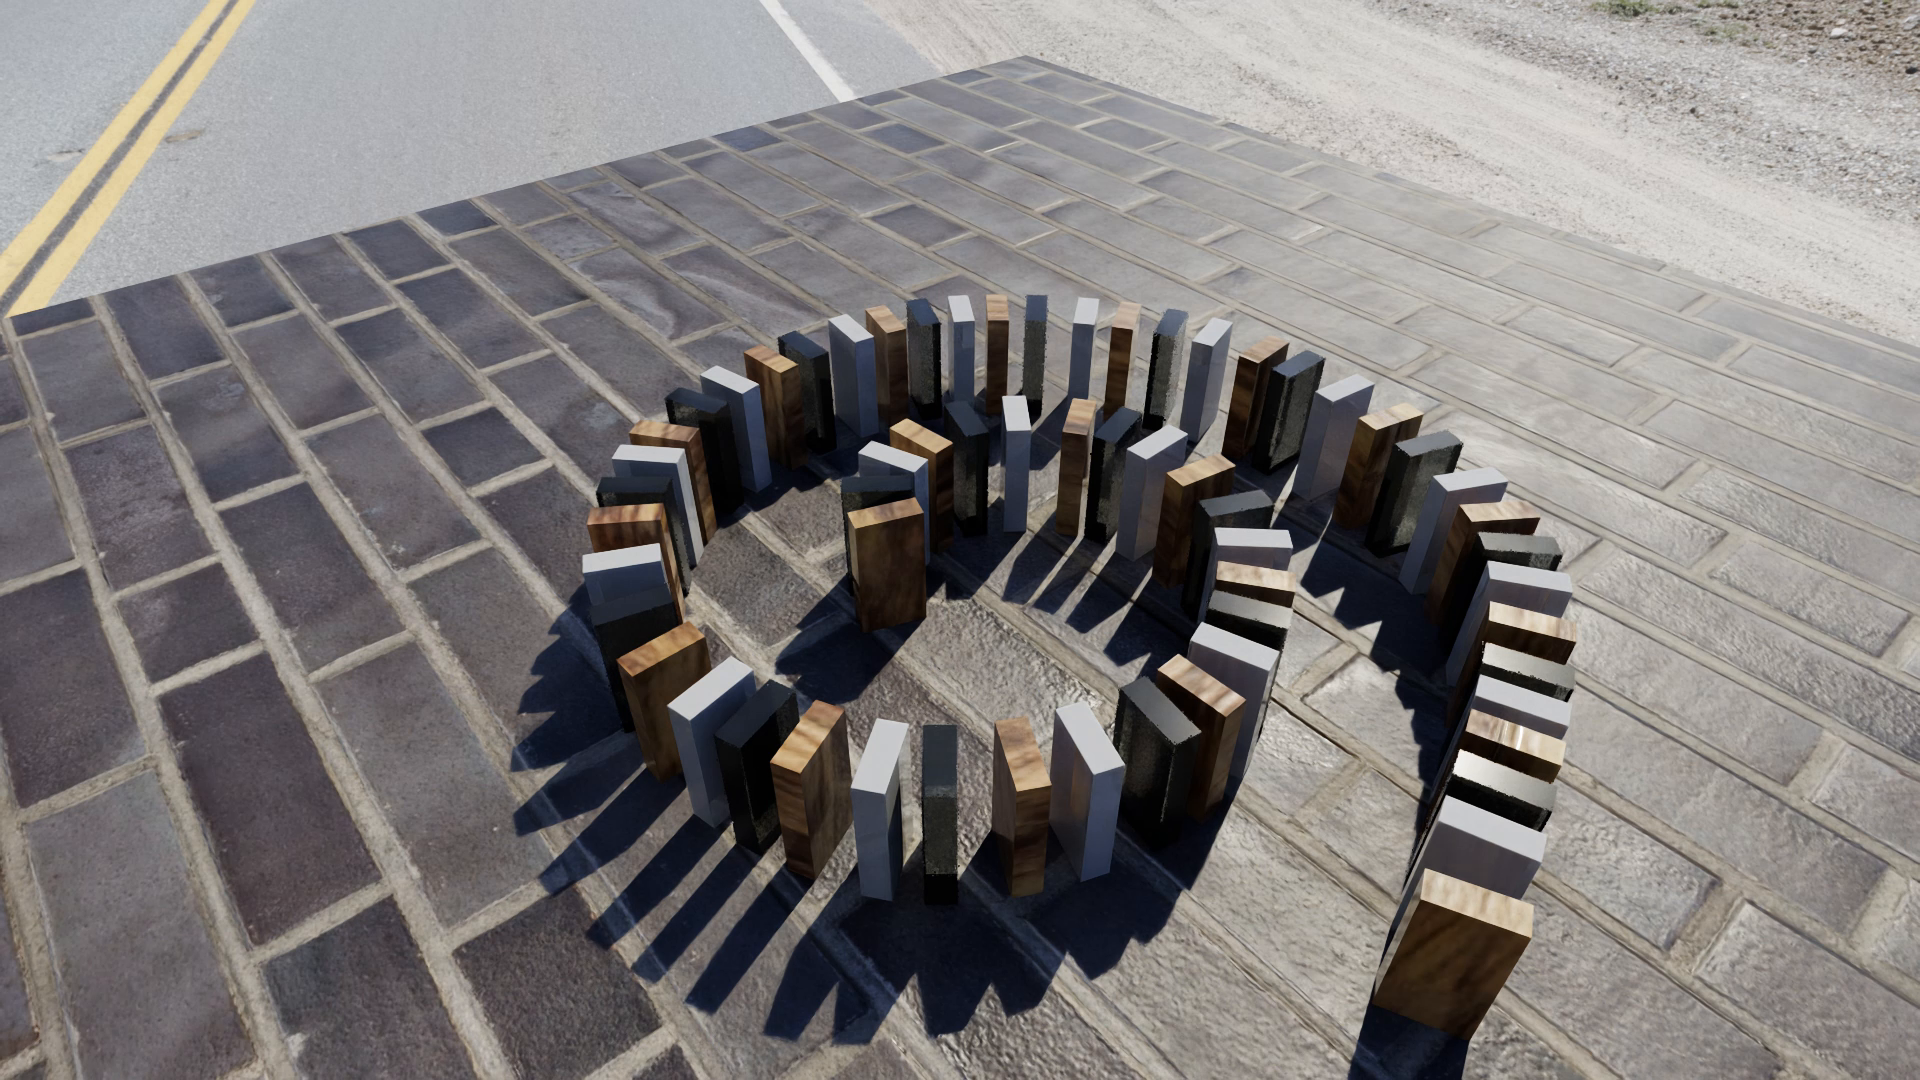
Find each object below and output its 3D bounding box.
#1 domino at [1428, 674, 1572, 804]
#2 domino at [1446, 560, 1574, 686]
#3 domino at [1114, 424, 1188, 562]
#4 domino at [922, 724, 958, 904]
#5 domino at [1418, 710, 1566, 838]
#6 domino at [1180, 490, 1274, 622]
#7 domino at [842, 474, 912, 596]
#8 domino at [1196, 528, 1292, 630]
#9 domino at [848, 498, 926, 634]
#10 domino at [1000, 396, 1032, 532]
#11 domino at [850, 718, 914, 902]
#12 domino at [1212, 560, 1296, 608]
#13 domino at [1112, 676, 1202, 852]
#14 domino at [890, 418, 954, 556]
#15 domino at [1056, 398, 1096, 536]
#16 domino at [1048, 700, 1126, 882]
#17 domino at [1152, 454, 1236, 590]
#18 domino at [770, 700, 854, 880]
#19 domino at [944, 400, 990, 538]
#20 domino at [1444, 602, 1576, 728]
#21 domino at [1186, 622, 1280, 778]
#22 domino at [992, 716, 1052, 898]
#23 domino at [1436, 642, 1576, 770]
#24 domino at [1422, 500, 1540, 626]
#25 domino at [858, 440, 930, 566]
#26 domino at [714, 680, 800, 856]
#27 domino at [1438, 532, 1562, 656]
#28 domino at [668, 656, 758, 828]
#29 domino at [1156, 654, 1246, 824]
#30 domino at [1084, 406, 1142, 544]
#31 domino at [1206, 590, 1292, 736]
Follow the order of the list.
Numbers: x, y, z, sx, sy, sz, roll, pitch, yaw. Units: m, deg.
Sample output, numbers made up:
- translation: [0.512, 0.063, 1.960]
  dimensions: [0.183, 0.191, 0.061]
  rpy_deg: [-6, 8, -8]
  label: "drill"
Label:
- translation: [0.162, 0.065, 0.332]
  dimensions: [0.025, 0.050, 0.009]
  rpy_deg: [19, 43, 21]
  label: "domino"
- translation: [0.185, 0.031, 0.373]
  dimensions: [0.025, 0.050, 0.009]
  rpy_deg: [10, 40, 12]
  label: "domino"
- translation: [0.075, -0.018, 0.434]
  dimensions: [0.025, 0.050, 0.010]
  rpy_deg: [-30, 48, -32]
  label: "domino"
- translation: [-0.006, 0.079, 0.315]
  dimensions: [0.009, 0.050, 0.025]
  rpy_deg: [0, 39, 0]
  label: "domino"
- translation: [0.154, 0.074, 0.321]
  dimensions: [0.025, 0.050, 0.010]
  rpy_deg: [20, 43, 22]
  label: "domino"
- translation: [0.098, 0.006, 0.404]
  dimensions: [0.025, 0.050, 0.009]
  rpy_deg: [-10, 40, -12]
  label: "domino"
- translation: [-0.030, -0.001, 0.413]
  dimensions: [0.025, 0.050, 0.009]
  rpy_deg: [-2, 39, -3]
  label: "domino"
- translation: [0.100, 0.019, 0.389]
  dimensions: [0.025, 0.050, 0.009]
  rpy_deg: [2, 39, 3]
  label: "domino"
- translation: [-0.026, 0.010, 0.399]
  dimensions: [0.025, 0.050, 0.010]
  rpy_deg: [-13, 41, -16]
  label: "domino"
- translation: [0.022, -0.031, 0.449]
  dimensions: [0.009, 0.050, 0.025]
  rpy_deg: [-2, 39, -2]
  label: "domino"
- translation: [-0.022, 0.078, 0.316]
  dimensions: [0.009, 0.050, 0.025]
  rpy_deg: [8, 40, 10]
  label: "domino"
- translation: [0.096, 0.031, 0.374]
  dimensions: [0.025, 0.050, 0.009]
  rpy_deg: [9, 40, 11]
  label: "domino"
- translation: [0.057, 0.068, 0.329]
  dimensions: [0.009, 0.050, 0.025]
  rpy_deg: [-21, 44, -23]
  label: "domino"
- translation: [-0.015, -0.021, 0.437]
  dimensions: [0.025, 0.050, 0.010]
  rpy_deg: [31, 48, 32]
  label: "domino"
- translation: [0.047, -0.029, 0.447]
  dimensions: [0.009, 0.050, 0.025]
  rpy_deg: [9, 40, 11]
  label: "domino"
- translation: [0.036, 0.074, 0.321]
  dimensions: [0.010, 0.050, 0.025]
  rpy_deg: [-13, 41, -16]
  label: "domino"
- translation: [0.089, -0.007, 0.420]
  dimensions: [0.025, 0.050, 0.009]
  rpy_deg: [-21, 44, -23]
  label: "domino"
- translation: [-0.042, 0.074, 0.322]
  dimensions: [0.009, 0.050, 0.025]
  rpy_deg: [16, 42, 18]
  label: "domino"
- translation: [0.002, -0.029, 0.446]
  dimensions: [0.009, 0.050, 0.025]
  rpy_deg: [-14, 41, -16]
  label: "domino"
- translation: [0.178, 0.045, 0.357]
  dimensions: [0.025, 0.050, 0.009]
  rpy_deg: [15, 42, 17]
  label: "domino"
- translation: [0.083, 0.051, 0.349]
  dimensions: [0.025, 0.050, 0.009]
  rpy_deg: [21, 44, 24]
  label: "domino"
- translation: [0.017, 0.077, 0.317]
  dimensions: [0.009, 0.050, 0.025]
  rpy_deg: [-8, 40, -10]
  label: "domino"
- translation: [0.169, 0.057, 0.342]
  dimensions: [0.025, 0.050, 0.010]
  rpy_deg: [17, 42, 20]
  label: "domino"
- translation: [0.189, 0.009, 0.400]
  dimensions: [0.025, 0.050, 0.010]
  rpy_deg: [-4, 39, -4]
  label: "domino"
- translation: [-0.025, -0.012, 0.426]
  dimensions: [0.025, 0.050, 0.009]
  rpy_deg: [20, 43, 23]
  label: "domino"
- translation: [-0.058, 0.068, 0.328]
  dimensions: [0.009, 0.050, 0.025]
  rpy_deg: [21, 44, 23]
  label: "domino"
- translation: [0.189, 0.020, 0.387]
  dimensions: [0.025, 0.050, 0.009]
  rpy_deg: [4, 40, 5]
  label: "domino"
- translation: [-0.072, 0.062, 0.336]
  dimensions: [0.009, 0.050, 0.025]
  rpy_deg: [26, 46, 28]
  label: "domino"
- translation: [0.070, 0.061, 0.336]
  dimensions: [0.009, 0.050, 0.025]
  rpy_deg: [-30, 48, -31]
  label: "domino"
- translation: [0.061, -0.026, 0.443]
  dimensions: [0.009, 0.050, 0.025]
  rpy_deg: [21, 44, 24]
  label: "domino"
- translation: [0.091, 0.041, 0.361]
  dimensions: [0.025, 0.050, 0.009]
  rpy_deg: [14, 41, 17]
  label: "domino"
